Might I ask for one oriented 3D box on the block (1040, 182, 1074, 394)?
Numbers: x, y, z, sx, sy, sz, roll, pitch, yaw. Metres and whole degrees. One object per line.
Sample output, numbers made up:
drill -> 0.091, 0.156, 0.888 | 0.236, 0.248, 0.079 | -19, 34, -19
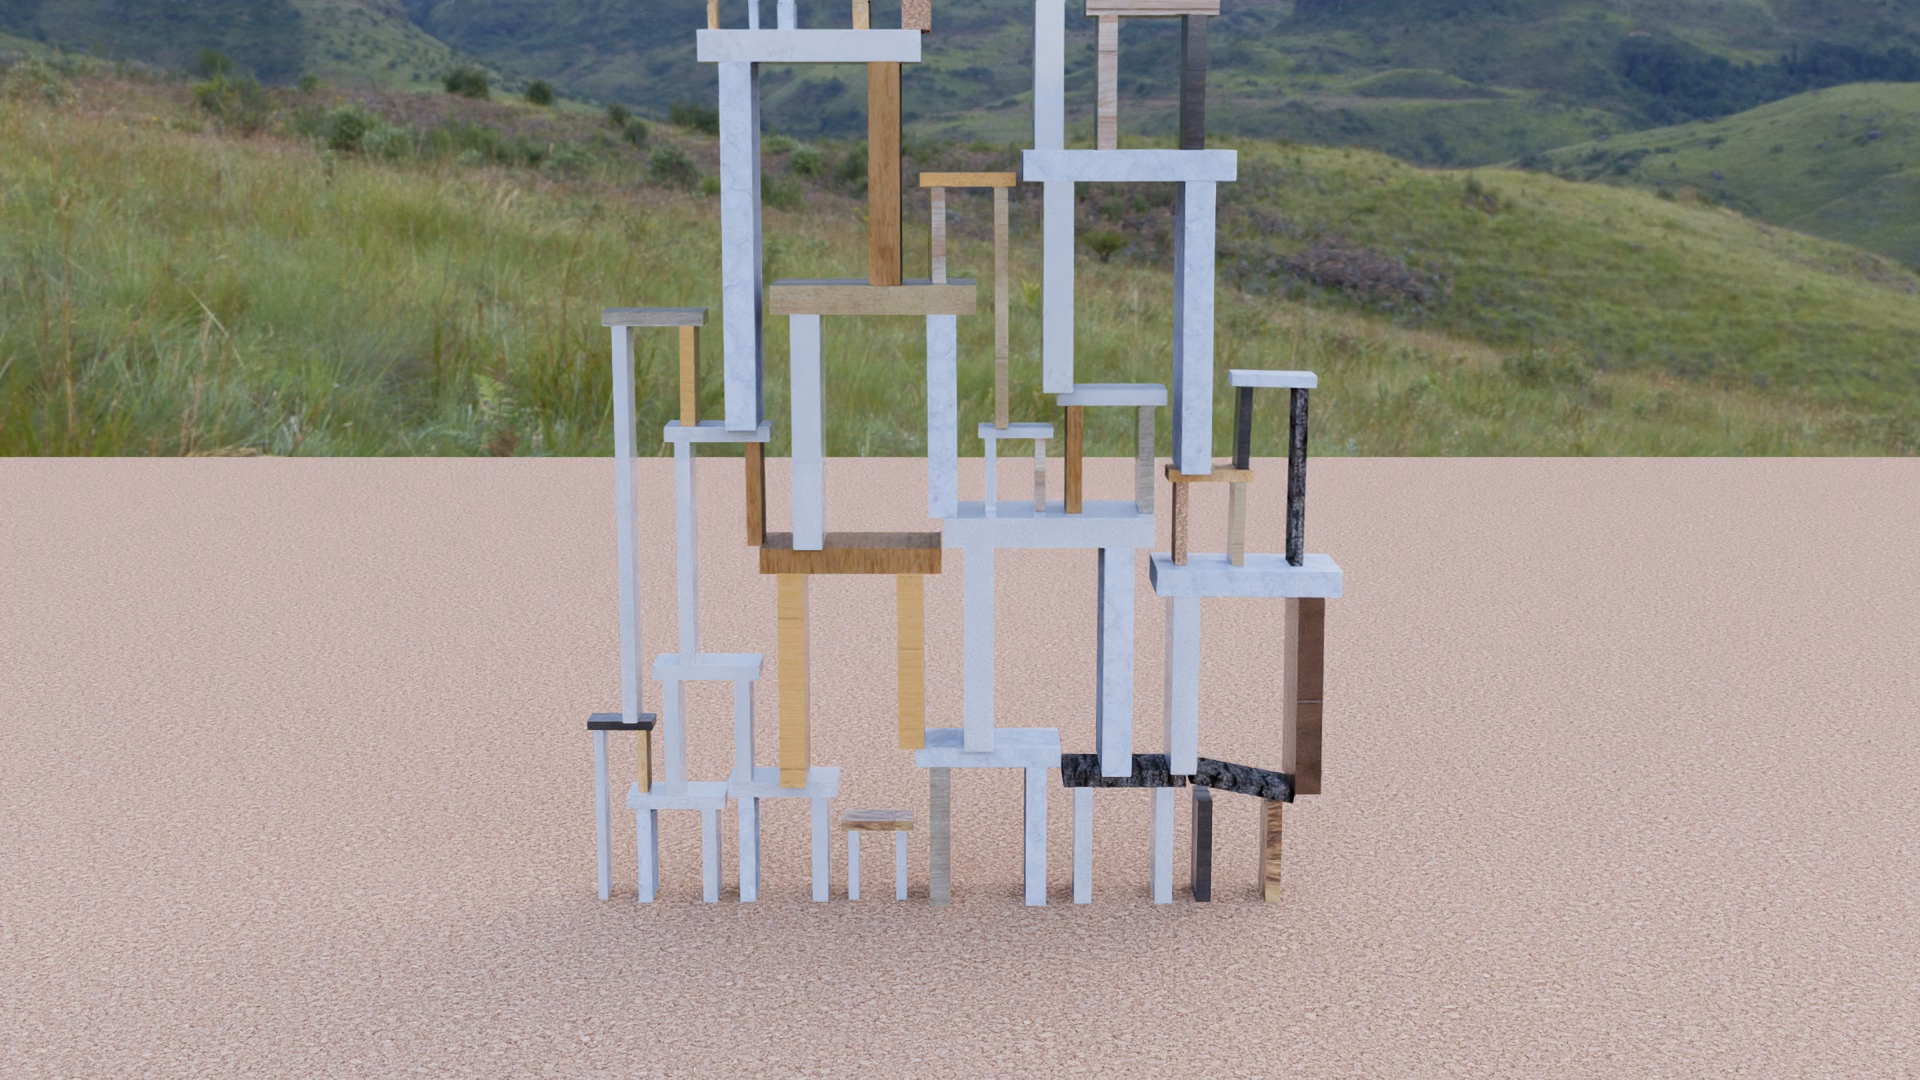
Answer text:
block -> 0.153, -0.405, 3.486 | 0.046, 0.327, 0.163 | 0, 11, 0

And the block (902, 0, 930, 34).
block -> -0.068, -0.940, 3.385 | 0.044, 0.308, 0.154 | 0, 11, -1

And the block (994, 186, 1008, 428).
block -> 0.066, -0.371, 3.496 | 0.021, 0.380, 0.075 | 0, 11, 1

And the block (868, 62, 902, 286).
block -> -0.117, -0.575, 3.452 | 0.048, 0.338, 0.169 | 0, 11, -1

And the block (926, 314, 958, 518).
block -> -0.028, -0.207, 3.519 | 0.045, 0.320, 0.160 | 0, 11, 0

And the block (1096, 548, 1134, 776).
block -> 0.253, 0.182, 3.593 | 0.047, 0.376, 0.167 | 0, 11, 0

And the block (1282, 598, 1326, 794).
block -> 0.562, 0.239, 3.606 | 0.042, 0.326, 0.148 | -1, 11, 0

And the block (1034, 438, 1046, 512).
block -> 0.128, -0.109, 3.544 | 0.017, 0.119, 0.059 | 0, 11, 0

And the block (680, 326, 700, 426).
block -> -0.431, -0.266, 3.511 | 0.023, 0.159, 0.080 | 0, 11, 0

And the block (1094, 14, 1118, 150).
block -> 0.227, -0.711, 3.423 | 0.029, 0.203, 0.102 | 0, 11, 0

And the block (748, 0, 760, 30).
block -> -0.318, -0.836, 3.402 | 0.014, 0.096, 0.048 | -1, 11, -1

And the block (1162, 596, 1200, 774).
block -> 0.362, 0.221, 3.604 | 0.042, 0.295, 0.148 | 0, 11, 0

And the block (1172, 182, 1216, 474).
block -> 0.371, -0.342, 3.498 | 0.046, 0.456, 0.163 | 0, 11, 0

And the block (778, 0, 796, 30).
block -> -0.268, -0.874, 3.396 | 0.024, 0.173, 0.086 | -1, 11, -1

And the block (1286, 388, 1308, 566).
block -> 0.543, -0.105, 3.542 | 0.019, 0.288, 0.067 | 0, 11, 0

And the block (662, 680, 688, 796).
block -> -0.469, 0.315, 3.617 | 0.024, 0.194, 0.086 | 0, 11, 0

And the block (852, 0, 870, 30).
block -> -0.153, -0.874, 3.397 | 0.024, 0.173, 0.086 | 0, 11, -1

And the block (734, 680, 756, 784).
block -> -0.353, 0.304, 3.615 | 0.024, 0.173, 0.086 | 0, 11, 0

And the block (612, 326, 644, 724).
block -> -0.537, -0.026, 3.555 | 0.023, 0.645, 0.080 | 0, 11, 0

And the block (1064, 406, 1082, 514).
block -> 0.182, -0.135, 3.536 | 0.025, 0.174, 0.087 | 0, 11, 0

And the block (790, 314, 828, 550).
block -> -0.242, -0.181, 3.524 | 0.045, 0.372, 0.160 | 0, 11, -1

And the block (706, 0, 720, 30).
block -> -0.382, -0.836, 3.401 | 0.014, 0.096, 0.048 | -2, 11, 0

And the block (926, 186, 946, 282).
block -> -0.038, -0.485, 3.482 | 0.021, 0.149, 0.075 | -2, 11, -6

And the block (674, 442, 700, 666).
block -> -0.441, 0.016, 3.558 | 0.024, 0.365, 0.084 | 0, 11, 0

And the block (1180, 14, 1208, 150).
block -> 0.362, -0.711, 3.423 | 0.029, 0.203, 0.102 | 0, 11, 0

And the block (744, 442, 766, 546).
block -> -0.329, -0.080, 3.541 | 0.024, 0.167, 0.084 | 0, 11, 0

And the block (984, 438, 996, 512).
block -> 0.049, -0.109, 3.545 | 0.017, 0.119, 0.059 | 0, 11, 0

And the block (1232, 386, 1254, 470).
block -> 0.454, -0.184, 3.531 | 0.019, 0.133, 0.067 | 2, 11, 0

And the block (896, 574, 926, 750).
block -> -0.080, 0.183, 3.595 | 0.041, 0.289, 0.144 | 0, 11, 0

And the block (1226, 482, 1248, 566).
block -> 0.447, -0.031, 3.555 | 0.019, 0.136, 0.068 | 1, 11, 0

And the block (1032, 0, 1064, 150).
block -> 0.136, -0.852, 3.402 | 0.044, 0.489, 0.154 | 0, 11, 0

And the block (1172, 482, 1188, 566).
block -> 0.355, -0.032, 3.555 | 0.019, 0.136, 0.068 | 0, 11, 0

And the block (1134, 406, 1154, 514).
block -> 0.297, -0.135, 3.536 | 0.025, 0.174, 0.087 | 0, 11, 1

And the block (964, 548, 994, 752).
block -> 0.030, 0.161, 3.589 | 0.047, 0.334, 0.167 | 0, 11, 0

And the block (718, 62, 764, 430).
block -> -0.344, -0.464, 3.471 | 0.048, 0.564, 0.169 | 0, 11, -1

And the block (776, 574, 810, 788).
block -> -0.271, 0.215, 3.603 | 0.041, 0.354, 0.144 | 0, 11, 0
